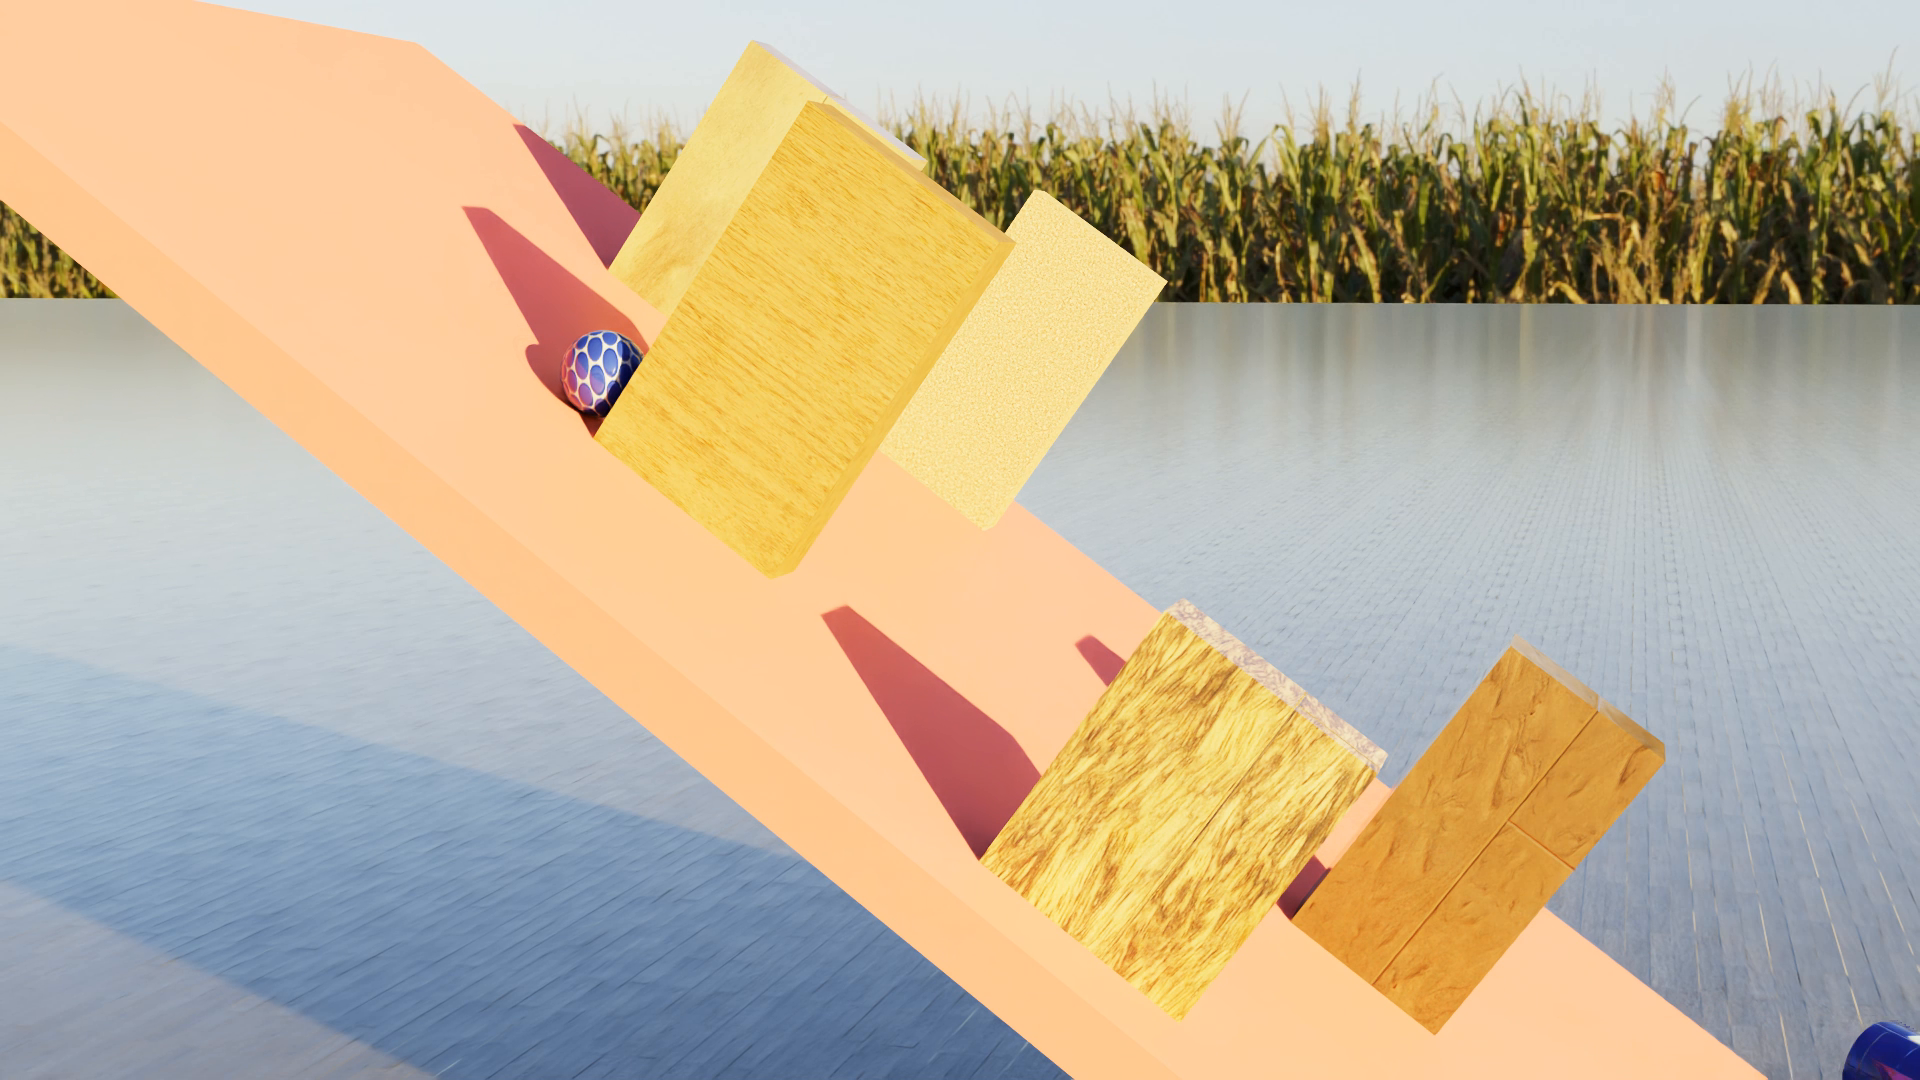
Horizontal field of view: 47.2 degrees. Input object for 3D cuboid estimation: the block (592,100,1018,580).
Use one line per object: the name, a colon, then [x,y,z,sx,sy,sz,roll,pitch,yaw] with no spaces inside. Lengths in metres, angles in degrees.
block: [-0.264,-0.327,3.653,0.394,0.681,0.108,38,16,10]

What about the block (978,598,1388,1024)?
block: [0.318,0.385,3.156,0.366,0.467,0.130,38,16,10]

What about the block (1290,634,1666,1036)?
block: [0.870,0.496,3.714,0.303,0.607,0.139,38,16,10]

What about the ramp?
ramp: [-0.083,0.152,4.078,4.000,0.100,2.000,38,16,10]

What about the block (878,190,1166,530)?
block: [0.114,-0.377,4.655,0.326,0.646,0.083,38,16,10]

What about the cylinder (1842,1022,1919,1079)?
cylinder: [2.052,1.170,4.727,0.204,0.204,0.204,-3,13,-25]

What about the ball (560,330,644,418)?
ball: [-0.614,-0.287,3.799,0.151,0.151,0.151,0,7,0]

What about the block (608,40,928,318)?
block: [-0.405,-0.673,4.581,0.424,0.576,0.102,38,16,10]
